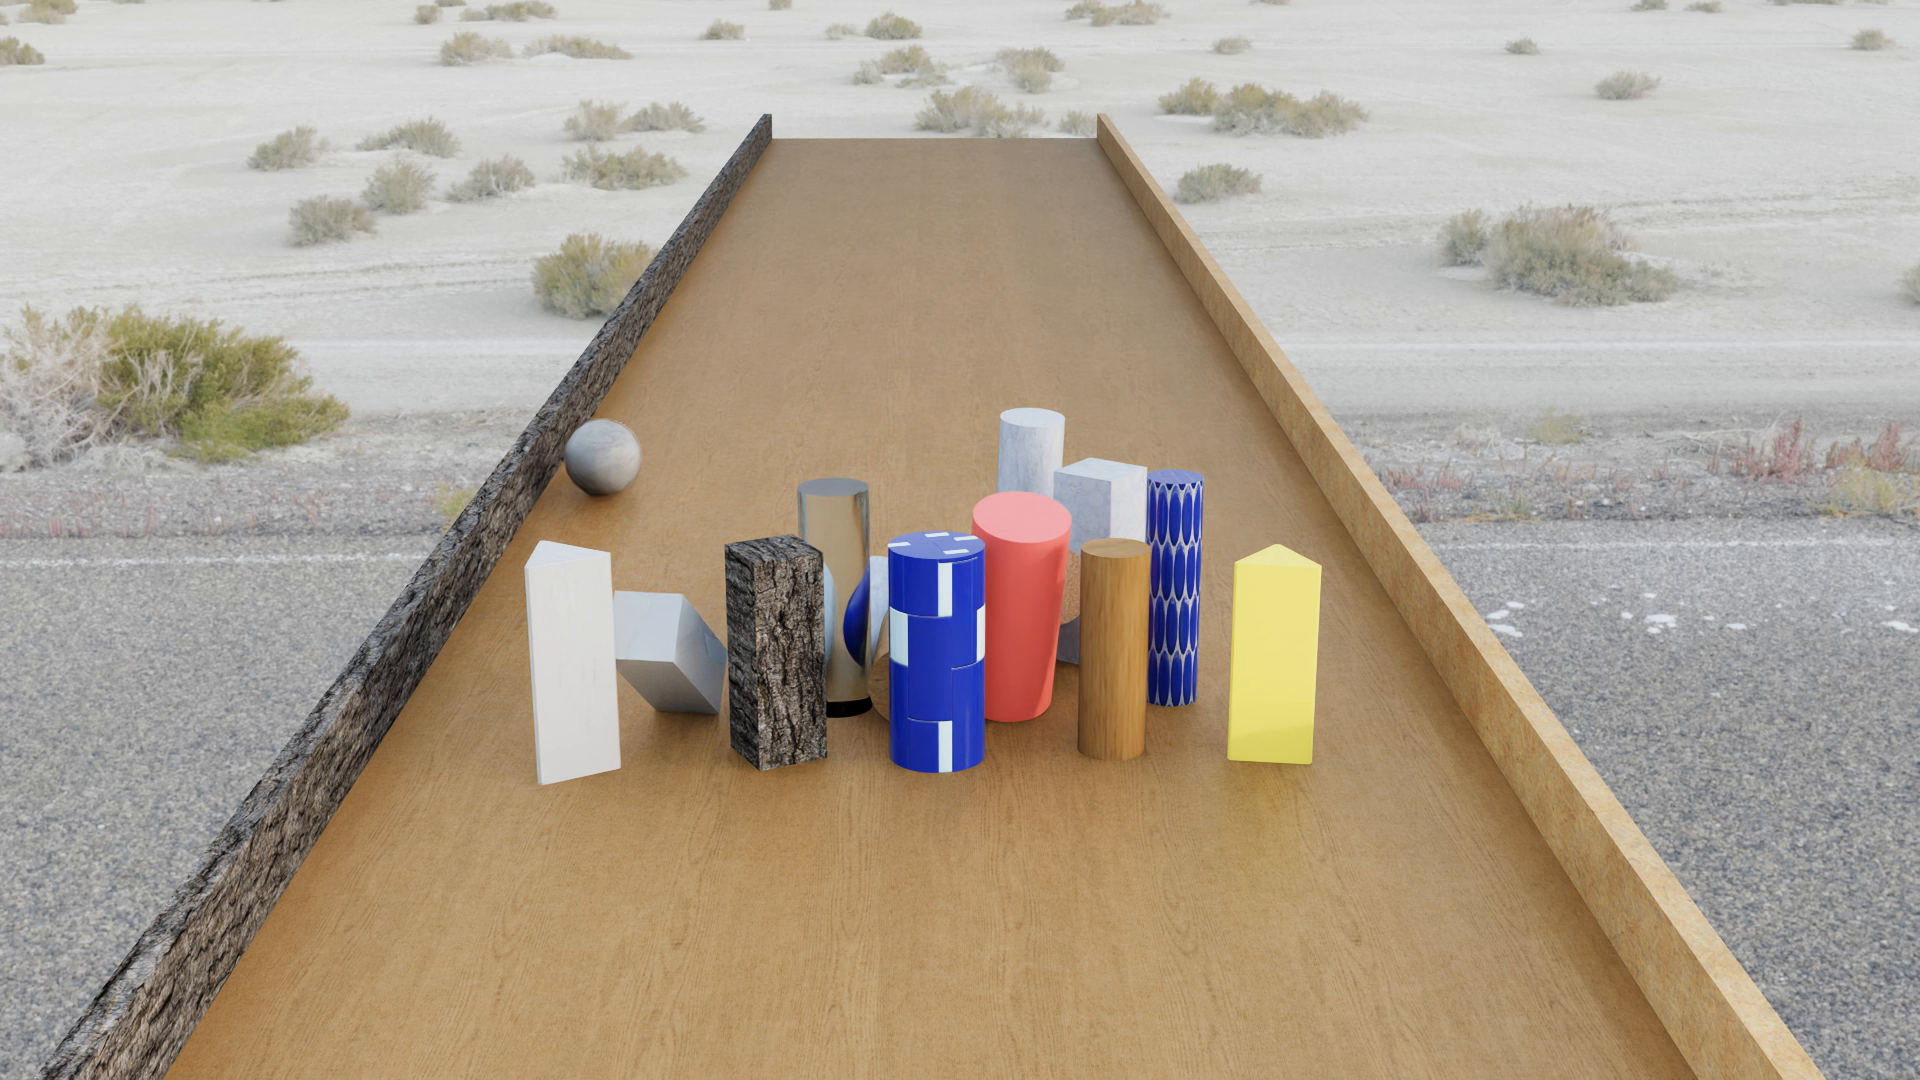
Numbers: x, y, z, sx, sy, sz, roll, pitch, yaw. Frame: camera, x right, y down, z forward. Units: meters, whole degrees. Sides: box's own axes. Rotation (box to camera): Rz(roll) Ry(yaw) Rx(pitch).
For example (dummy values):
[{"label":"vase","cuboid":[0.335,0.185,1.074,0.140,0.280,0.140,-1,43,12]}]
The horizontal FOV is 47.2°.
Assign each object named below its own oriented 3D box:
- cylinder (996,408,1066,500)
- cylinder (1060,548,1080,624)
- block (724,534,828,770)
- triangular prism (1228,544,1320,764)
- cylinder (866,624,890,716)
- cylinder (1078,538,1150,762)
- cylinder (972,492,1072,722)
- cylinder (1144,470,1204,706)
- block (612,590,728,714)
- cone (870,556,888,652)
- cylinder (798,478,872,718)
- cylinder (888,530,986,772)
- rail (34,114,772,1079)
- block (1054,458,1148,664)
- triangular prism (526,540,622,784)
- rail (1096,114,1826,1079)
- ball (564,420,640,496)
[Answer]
[{"label":"cylinder","cuboid":[0.141,-0.045,4.590,0.134,0.441,0.134,2,20,-1]},{"label":"cylinder","cuboid":[0.110,0.108,4.362,0.157,0.157,0.369,-7,-5,-22]},{"label":"block","cuboid":[-0.325,0.198,3.892,0.131,0.382,0.131,-9,19,-27]},{"label":"triangular prism","cuboid":[0.558,0.200,3.913,0.146,0.365,0.126,2,17,8]},{"label":"cylinder","cuboid":[-0.083,0.226,4.188,0.160,0.160,0.307,1,11,4]},{"label":"cylinder","cuboid":[0.273,0.194,3.911,0.123,0.377,0.123,0,17,0]},{"label":"cylinder","cuboid":[0.098,0.125,4.059,0.178,0.393,0.178,3,32,-2]},{"label":"cylinder","cuboid":[0.401,0.091,4.155,0.107,0.436,0.107,0,17,0]},{"label":"block","cuboid":[-0.530,0.208,3.999,0.124,0.124,0.341,3,-19,9]},{"label":"cone","cuboid":[-0.188,0.202,4.393,0.179,0.179,0.365,2,31,6]},{"label":"cylinder","cuboid":[-0.233,0.108,4.110,0.133,0.429,0.133,0,17,0]},{"label":"cylinder","cuboid":[-0.041,0.196,3.879,0.170,0.392,0.170,0,17,0]},{"label":"rail","cuboid":[-1.118,-0.838,7.780,0.050,0.150,12.000,0,17,-1]},{"label":"block","cuboid":[0.277,0.047,4.387,0.133,0.389,0.133,12,20,34]},{"label":"triangular prism","cuboid":[-0.695,0.207,3.831,0.150,0.396,0.130,-10,20,-29]},{"label":"rail","cuboid":[0.932,-0.844,7.801,0.050,0.150,12.000,0,17,-1]},{"label":"ball","cuboid":[-0.909,-0.209,5.591,0.193,0.193,0.193,0,17,0]}]
